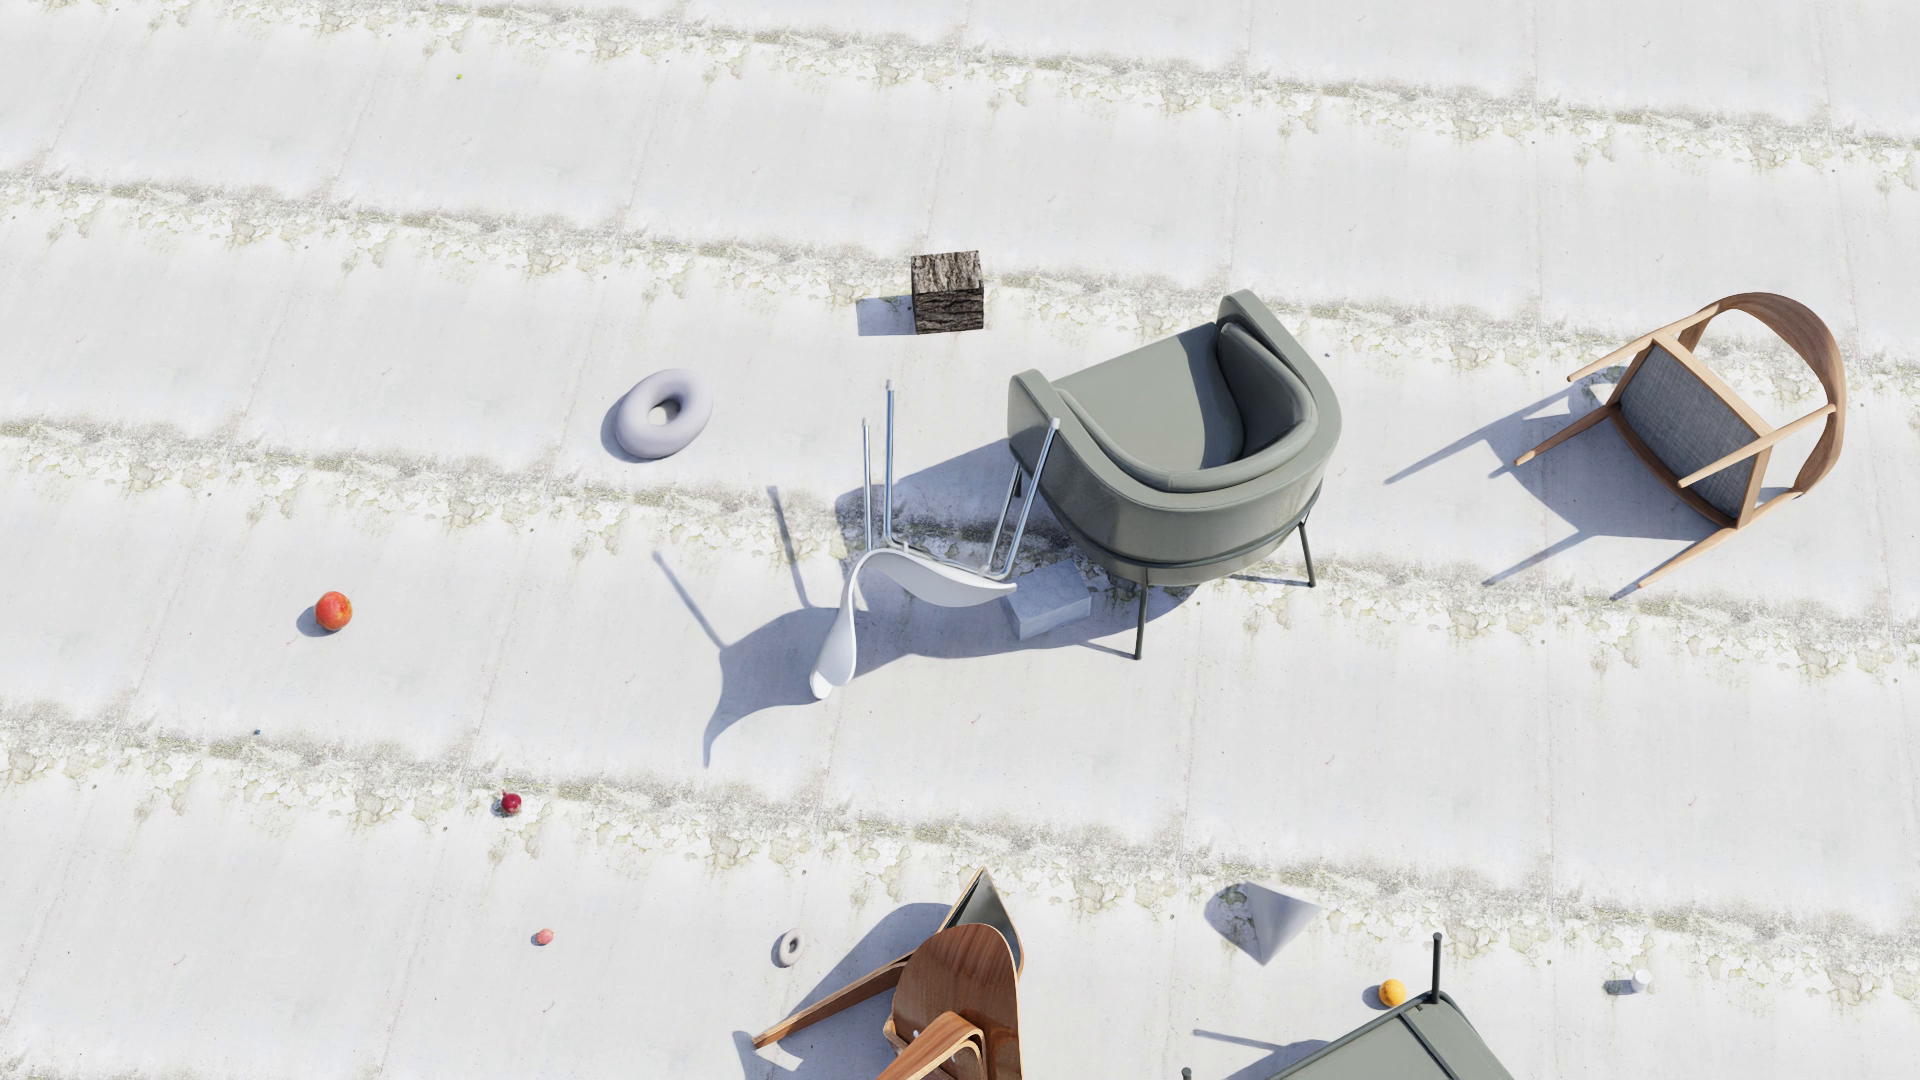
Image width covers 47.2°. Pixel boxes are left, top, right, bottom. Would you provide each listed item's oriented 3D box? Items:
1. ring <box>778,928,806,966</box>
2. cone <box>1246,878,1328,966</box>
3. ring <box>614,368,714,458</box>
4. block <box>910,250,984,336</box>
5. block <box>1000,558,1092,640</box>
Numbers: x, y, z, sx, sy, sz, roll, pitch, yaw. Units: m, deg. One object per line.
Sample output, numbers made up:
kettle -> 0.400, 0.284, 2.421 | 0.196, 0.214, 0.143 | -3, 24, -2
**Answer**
ring -> -0.446, 1.079, 5.831 | 0.067, 0.032, 0.111 | 17, 59, 9
cone -> 0.834, 1.032, 5.820 | 0.175, 0.275, 0.205 | 18, 87, -32
ring -> -0.913, -0.393, 6.787 | 0.272, 0.085, 0.352 | 30, 62, 18
block -> -0.040, -0.784, 6.977 | 0.216, 0.204, 0.155 | -5, 56, -4
block -> 0.248, 0.173, 6.395 | 0.225, 0.105, 0.144 | -20, 58, -13
